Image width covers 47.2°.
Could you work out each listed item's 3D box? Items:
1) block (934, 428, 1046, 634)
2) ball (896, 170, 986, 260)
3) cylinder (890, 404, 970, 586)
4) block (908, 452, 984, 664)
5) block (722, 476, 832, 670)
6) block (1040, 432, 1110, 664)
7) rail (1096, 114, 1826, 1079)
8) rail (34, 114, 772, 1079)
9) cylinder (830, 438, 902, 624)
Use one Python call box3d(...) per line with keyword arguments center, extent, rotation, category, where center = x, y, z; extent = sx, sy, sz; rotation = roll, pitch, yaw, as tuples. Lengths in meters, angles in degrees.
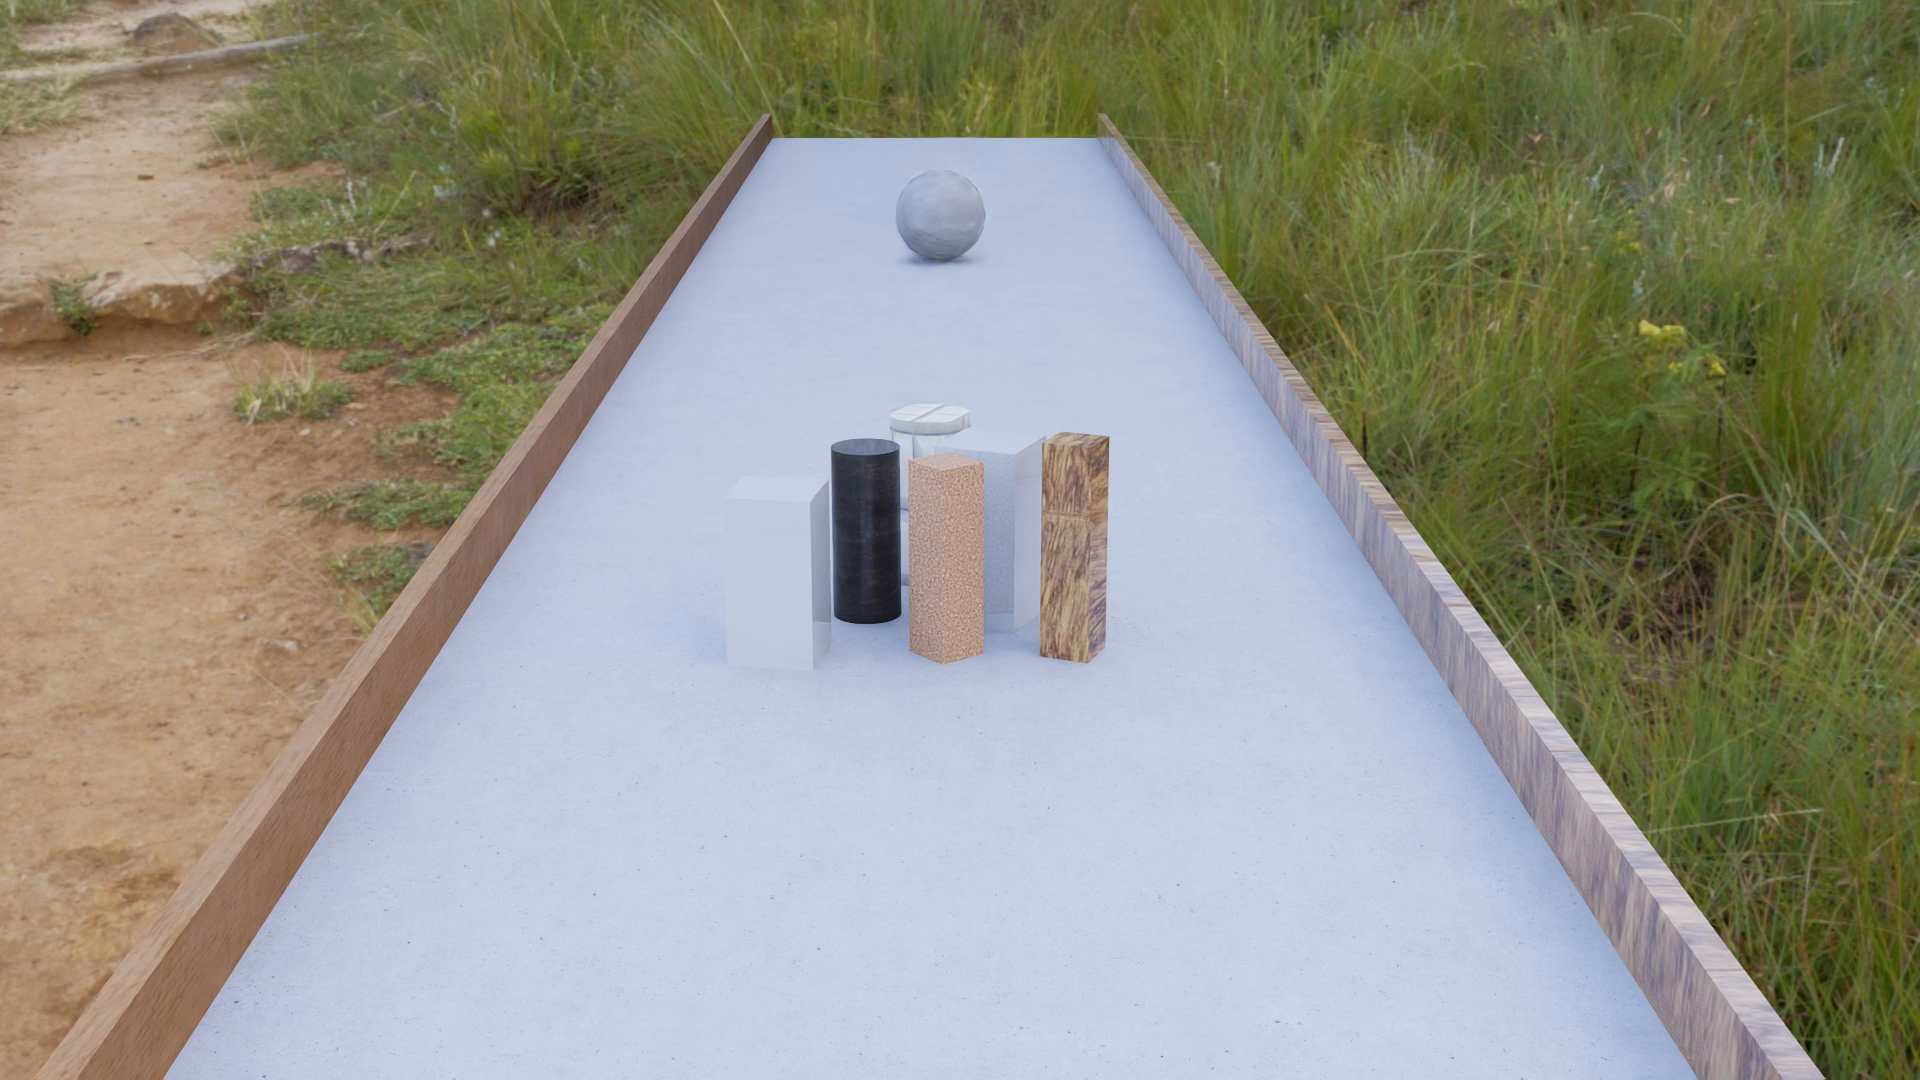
box3d(center=(0.064, -0.023, 4.631), extent=(0.179, 0.384, 0.179), rotation=(7, 18, 22), category="block")
box3d(center=(-0.081, -1.343, 9.088), extent=(0.373, 0.373, 0.373), rotation=(0, 17, 0), category="ball")
box3d(center=(-0.066, -0.099, 4.900), extent=(0.179, 0.377, 0.179), rotation=(0, 17, 0), category="cylinder")
box3d(center=(-0.027, 0.036, 4.403), extent=(0.107, 0.400, 0.107), rotation=(-13, 21, -37), category="block")
box3d(center=(-0.364, 0.064, 4.403), extent=(0.175, 0.347, 0.175), rotation=(3, 17, 8), category="block")
box3d(center=(0.229, 0.015, 4.399), extent=(0.103, 0.444, 0.103), rotation=(7, 18, 22), category="block")
box3d(center=(0.932, -0.844, 7.801), extent=(0.050, 0.150, 12.000), rotation=(0, 17, -1), category="rail")
box3d(center=(-1.118, -0.838, 7.780), extent=(0.050, 0.150, 12.000), rotation=(0, 17, -1), category="rail")
box3d(center=(-0.198, -0.019, 4.648), extent=(0.145, 0.367, 0.145), rotation=(0, 17, 0), category="cylinder")
